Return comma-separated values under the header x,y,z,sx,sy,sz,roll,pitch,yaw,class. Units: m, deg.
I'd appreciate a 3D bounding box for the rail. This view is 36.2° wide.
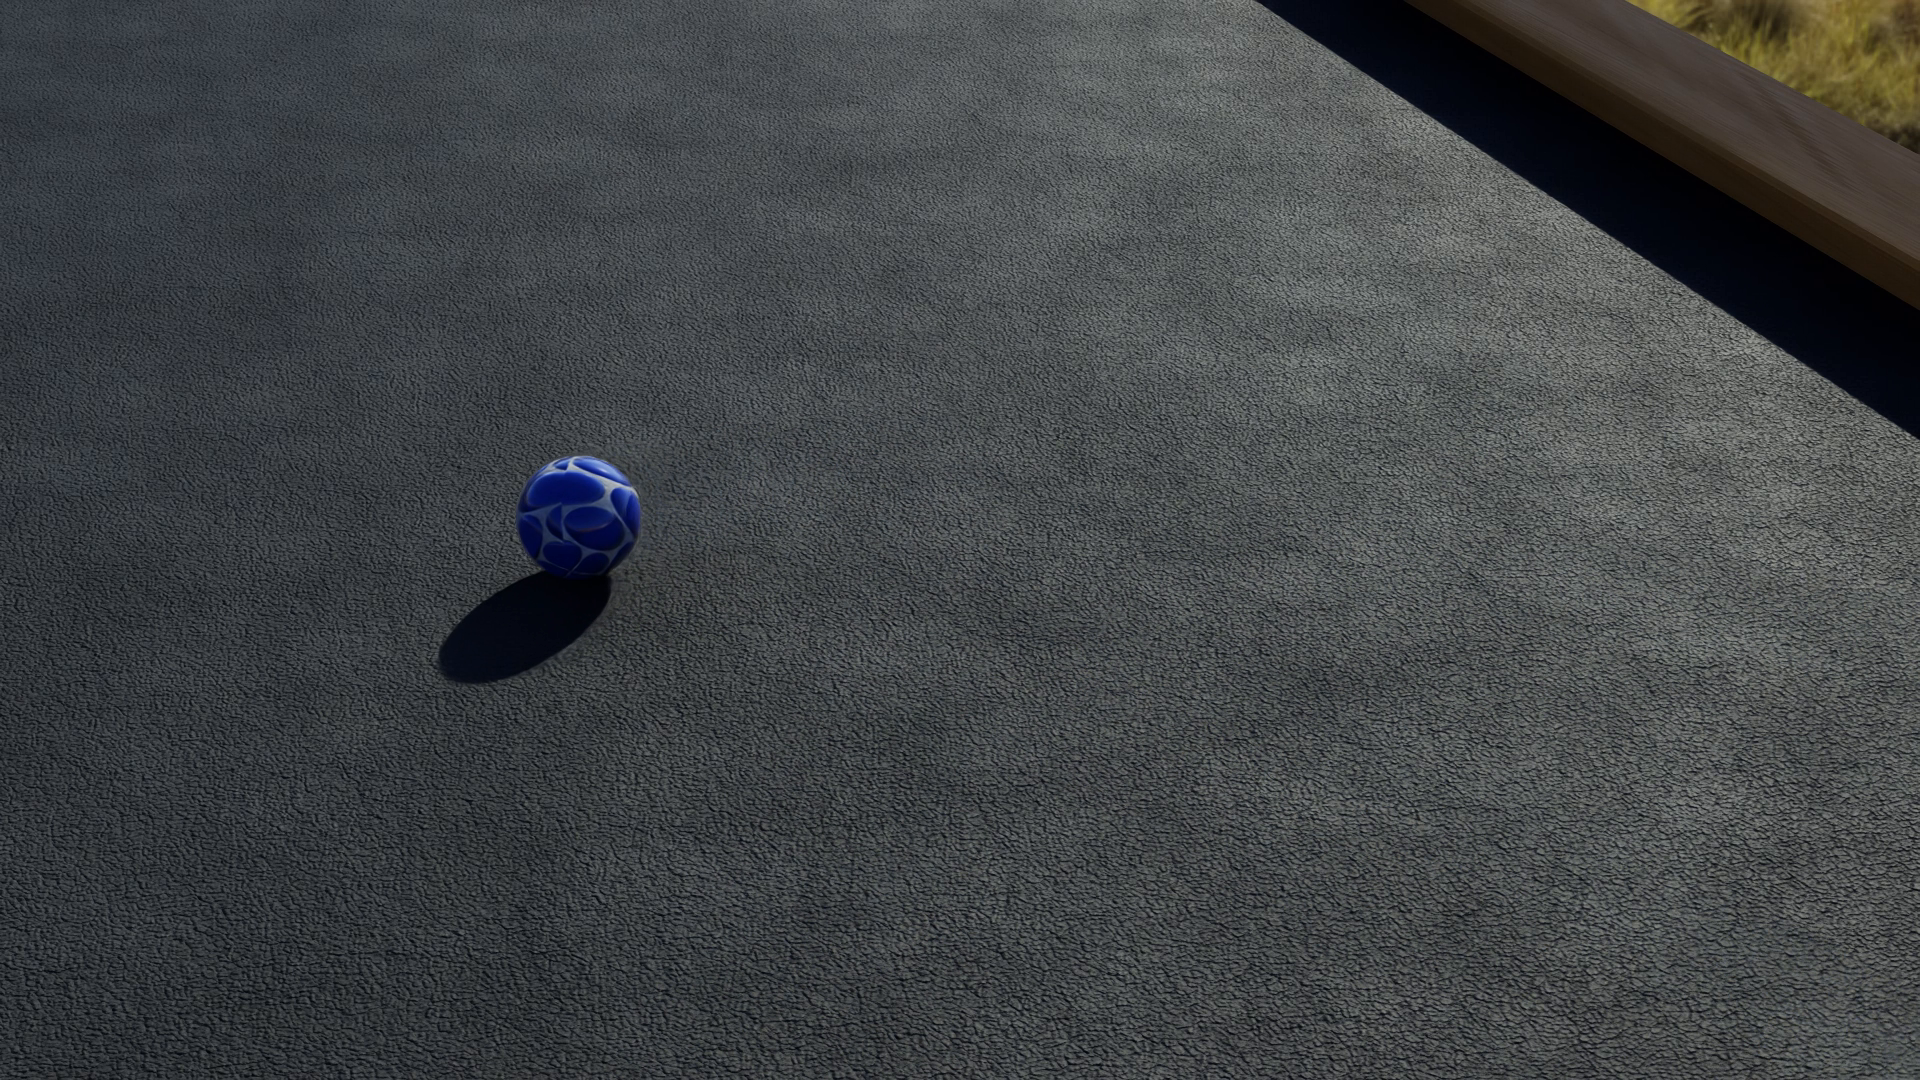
x,y,z,sx,sy,sz,roll,pitch,yaw,class
0.541,-0.511,2.875,0.045,0.119,3.369,-9,28,-17,rail

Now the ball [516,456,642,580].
x,y,z,sx,sy,sz,roll,pitch,yaw,class
-0.251,-0.015,1.940,0.082,0.082,0.082,0,27,0,ball
